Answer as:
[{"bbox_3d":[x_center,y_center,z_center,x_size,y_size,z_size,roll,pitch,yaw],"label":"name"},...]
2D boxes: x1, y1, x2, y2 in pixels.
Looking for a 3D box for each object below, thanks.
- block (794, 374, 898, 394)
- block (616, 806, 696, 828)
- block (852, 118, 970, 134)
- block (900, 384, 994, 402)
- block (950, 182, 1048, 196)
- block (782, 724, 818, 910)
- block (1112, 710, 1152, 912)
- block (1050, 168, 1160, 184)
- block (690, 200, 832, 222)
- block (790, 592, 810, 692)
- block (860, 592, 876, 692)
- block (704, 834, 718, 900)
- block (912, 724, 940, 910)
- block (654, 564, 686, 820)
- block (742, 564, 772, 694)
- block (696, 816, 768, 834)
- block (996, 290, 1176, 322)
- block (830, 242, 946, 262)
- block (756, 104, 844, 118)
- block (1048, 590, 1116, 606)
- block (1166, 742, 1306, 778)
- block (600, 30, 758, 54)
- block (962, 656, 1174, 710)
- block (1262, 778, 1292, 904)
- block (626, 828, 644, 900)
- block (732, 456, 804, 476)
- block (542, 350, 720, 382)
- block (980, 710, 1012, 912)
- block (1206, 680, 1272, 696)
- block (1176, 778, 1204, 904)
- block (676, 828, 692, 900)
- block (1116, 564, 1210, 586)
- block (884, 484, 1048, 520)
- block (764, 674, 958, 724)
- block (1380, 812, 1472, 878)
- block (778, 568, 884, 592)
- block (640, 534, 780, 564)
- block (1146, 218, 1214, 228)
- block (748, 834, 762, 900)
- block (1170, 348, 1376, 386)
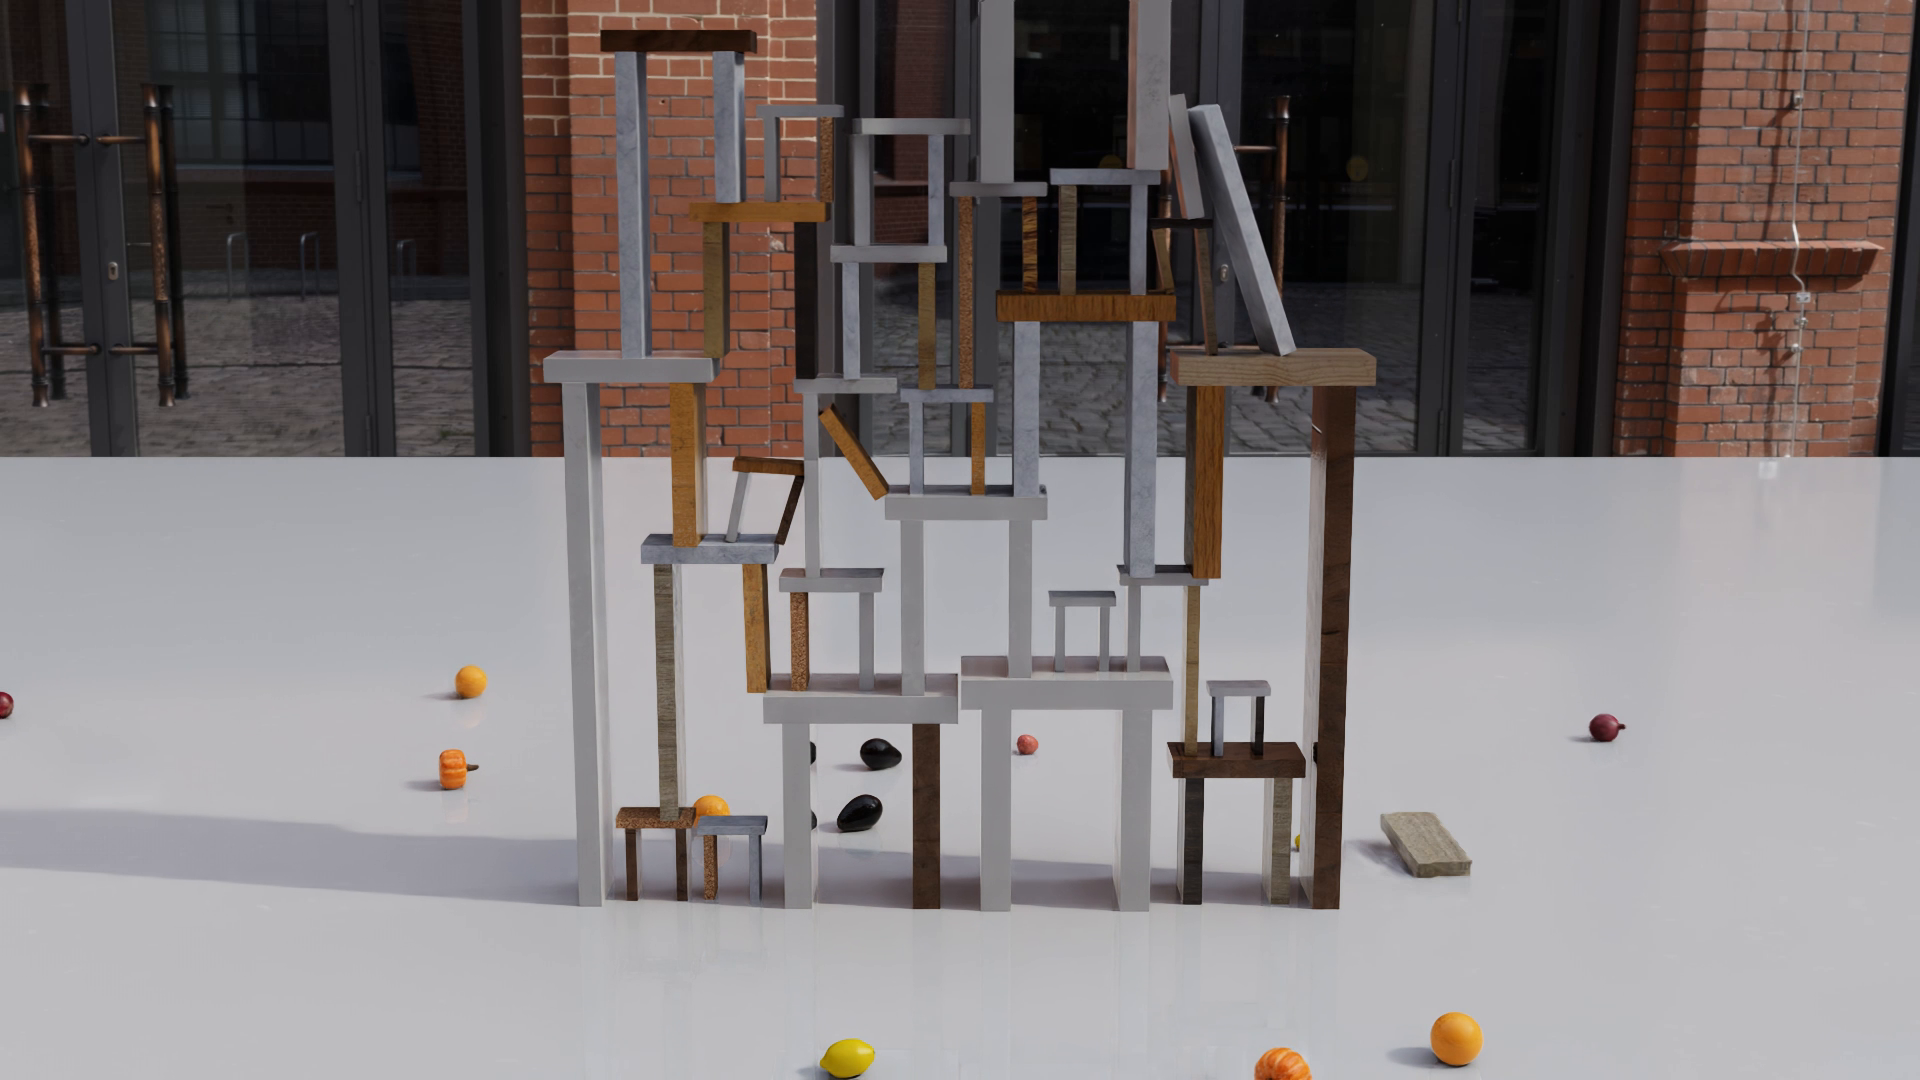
[{"bbox_3d":[-0.181,-0.250,3.508,0.163,0.023,0.081,0,11,0],"label":"block"},{"bbox_3d":[-0.503,0.460,3.641,0.124,0.018,0.062,0,11,0],"label":"block"},{"bbox_3d":[-0.077,-0.645,3.428,0.171,0.024,0.085,-2,11,-13],"label":"block"},{"bbox_3d":[-0.021,-0.235,3.514,0.148,0.021,0.074,0,11,1],"label":"block"},{"bbox_3d":[0.060,-0.553,3.459,0.152,0.022,0.076,0,11,0],"label":"block"},{"bbox_3d":[-0.264,0.435,3.644,0.044,0.313,0.157,0,11,0],"label":"block"},{"bbox_3d":[0.285,0.423,3.638,0.048,0.339,0.170,0,11,0],"label":"block"},{"bbox_3d":[0.226,-0.571,3.452,0.170,0.024,0.085,0,11,0],"label":"block"},{"bbox_3d":[-0.313,-0.518,3.467,0.211,0.030,0.106,0,11,2],"label":"block"},{"bbox_3d":[-0.261,0.157,3.591,0.023,0.166,0.083,0,11,0],"label":"block"},{"bbox_3d":[-0.151,0.156,3.591,0.023,0.166,0.083,0,11,0],"label":"block"},{"bbox_3d":[-0.414,0.535,3.657,0.016,0.112,0.056,0,11,0],"label":"block"},{"bbox_3d":[-0.055,0.436,3.643,0.044,0.313,0.157,0,11,-1],"label":"block"},{"bbox_3d":[-0.475,0.239,3.609,0.030,0.428,0.106,0,11,1],"label":"block"},{"bbox_3d":[-0.331,0.133,3.589,0.030,0.212,0.106,-1,11,0],"label":"block"},{"bbox_3d":[-0.377,0.473,3.646,0.112,0.016,0.056,0,11,0],"label":"block"},{"bbox_3d":[0.197,-0.373,3.492,0.278,0.039,0.139,0,11,0],"label":"block"},{"bbox_3d":[-0.112,-0.454,3.474,0.182,0.026,0.091,0,11,0],"label":"block"},{"bbox_3d":[-0.250,-0.670,3.438,0.131,0.018,0.065,0,11,2],"label":"block"},{"bbox_3d":[0.198,0.095,3.578,0.108,0.015,0.054,0,11,0],"label":"block"},{"bbox_3d":[0.454,0.363,3.627,0.216,0.031,0.108,0,11,0],"label":"block"},{"bbox_3d":[-0.434,-0.773,3.412,0.229,0.032,0.114,0,11,0],"label":"block"},{"bbox_3d":[0.171,0.233,3.602,0.339,0.048,0.170,0,11,0],"label":"block"},{"bbox_3d":[0.526,0.484,3.650,0.031,0.216,0.108,0,11,0],"label":"block"},{"bbox_3d":[-0.541,0.530,3.653,0.018,0.124,0.062,0,11,0],"label":"block"},{"bbox_3d":[-0.306,-0.120,3.541,0.115,0.016,0.058,4,11,-1],"label":"block"},{"bbox_3d":[-0.522,-0.277,3.511,0.263,0.037,0.131,0,11,0],"label":"block"},{"bbox_3d":[0.058,0.423,3.638,0.048,0.339,0.170,0,11,0],"label":"block"},{"bbox_3d":[0.456,0.243,3.602,0.100,0.014,0.050,0,11,-1],"label":"block"},{"bbox_3d":[0.382,0.484,3.649,0.031,0.216,0.108,0,11,0],"label":"block"},{"bbox_3d":[-0.459,0.530,3.653,0.018,0.124,0.062,0,11,0],"label":"block"},{"bbox_3d":[0.329,0.057,3.574,0.144,0.020,0.072,0,11,0],"label":"block"},{"bbox_3d":[0.010,-0.061,3.544,0.257,0.036,0.129,0,11,0],"label":"block"},{"bbox_3d":[-0.160,0.259,3.612,0.313,0.044,0.157,0,11,0],"label":"block"},{"bbox_3d":[0.811,0.530,3.838,0.095,0.027,0.191,-2,20,-9],"label":"block"},{"bbox_3d":[-0.207,0.065,3.566,0.166,0.023,0.083,0,11,1],"label":"block"},{"bbox_3d":[-0.404,0.014,3.567,0.212,0.030,0.106,0,11,0],"label":"block"},{"bbox_3d":[0.345,-0.500,3.470,0.102,0.014,0.051,0,11,-1],"label":"block"},{"bbox_3d":[-0.340,0.535,3.657,0.016,0.112,0.056,0,11,0],"label":"block"},{"bbox_3d":[0.496,-0.277,3.509,0.308,0.044,0.154,0,11,0],"label":"block"}]
